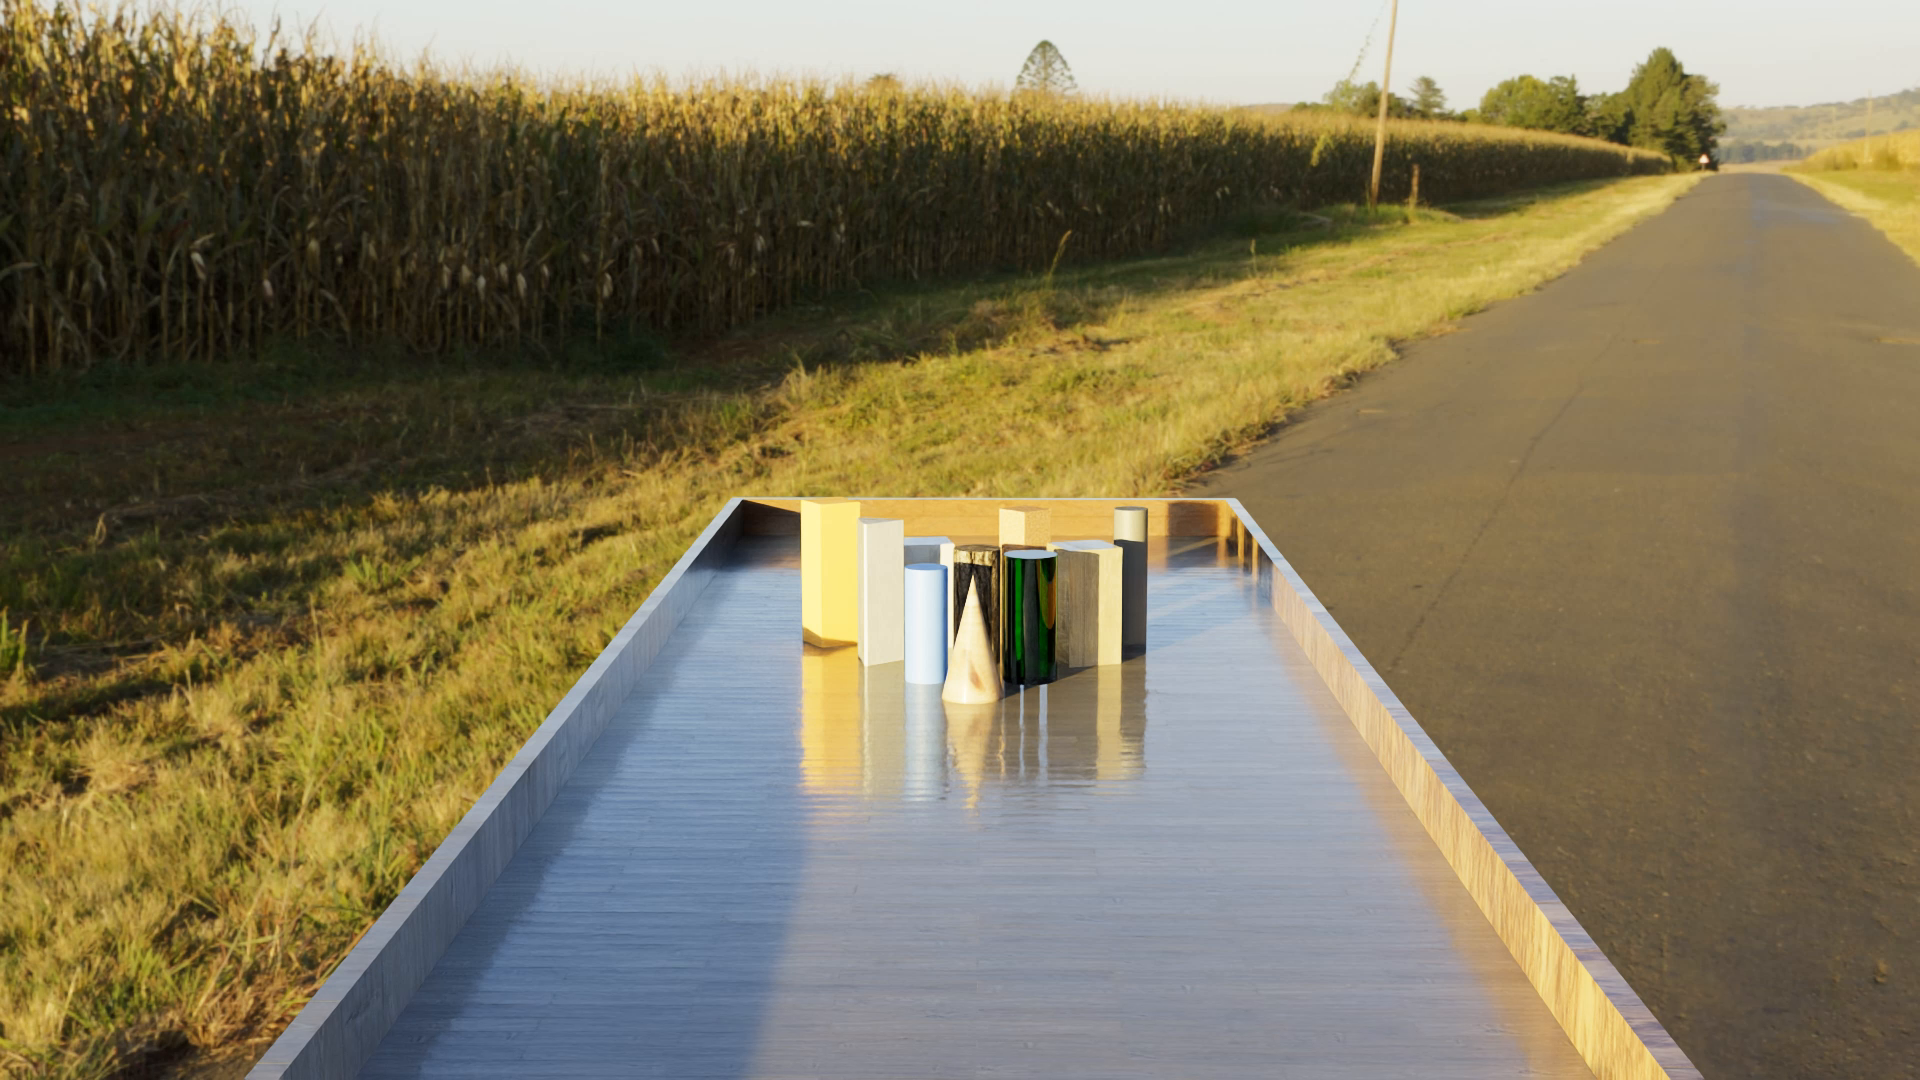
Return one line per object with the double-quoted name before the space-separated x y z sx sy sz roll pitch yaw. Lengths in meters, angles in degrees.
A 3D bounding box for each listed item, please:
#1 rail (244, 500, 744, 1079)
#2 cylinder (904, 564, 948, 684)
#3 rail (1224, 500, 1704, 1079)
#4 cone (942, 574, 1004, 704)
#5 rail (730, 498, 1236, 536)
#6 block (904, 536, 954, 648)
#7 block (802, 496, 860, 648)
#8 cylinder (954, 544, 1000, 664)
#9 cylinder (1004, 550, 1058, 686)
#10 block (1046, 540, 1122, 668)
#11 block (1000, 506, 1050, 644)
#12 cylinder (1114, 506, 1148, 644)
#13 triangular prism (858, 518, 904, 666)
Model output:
"rail" -1.004 0.839 3.234 0.050 0.150 12.000 0 9 1
"cylinder" -0.098 0.243 6.410 0.126 0.334 0.126 0 9 0
"rail" 1.046 0.843 3.208 0.050 0.150 12.000 0 9 1
"cone" 0.036 0.269 6.188 0.177 0.351 0.177 0 9 0
"rail" 0.099 -0.098 9.147 2.100 0.150 0.050 0 9 1
"block" -0.107 0.164 6.928 0.156 0.327 0.156 -2 9 -10
"block" -0.407 0.100 6.938 0.137 0.452 0.137 -5 10 -29
"cylinder" 0.051 0.197 6.653 0.143 0.349 0.143 0 9 0
"cylinder" 0.205 0.224 6.408 0.158 0.371 0.158 0 9 0
"block" 0.376 0.191 6.674 0.172 0.354 0.172 -3 10 -21
"block" 0.203 0.115 6.905 0.114 0.431 0.114 -8 12 -42
"cylinder" 0.538 0.111 6.952 0.108 0.425 0.108 0 9 0
"triangular prism" -0.269 0.151 6.679 0.148 0.431 0.128 -8 12 -40
